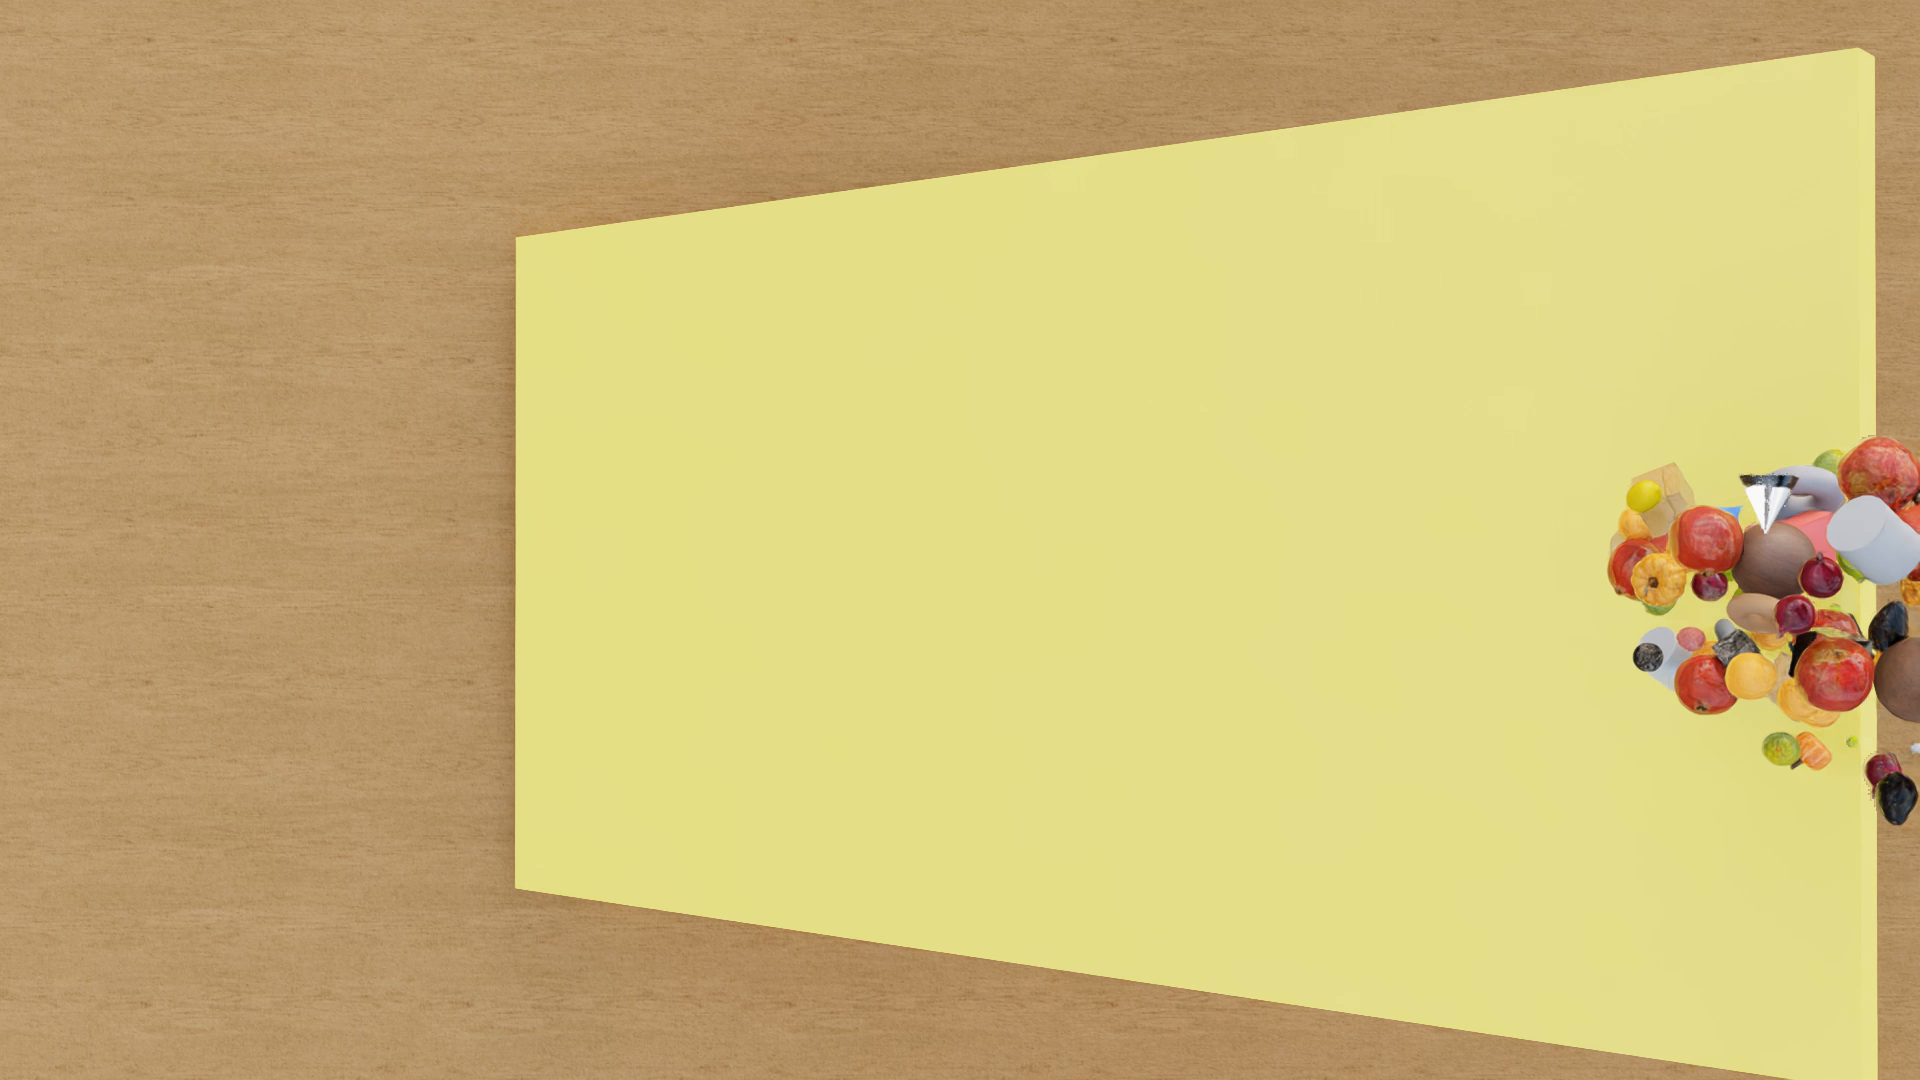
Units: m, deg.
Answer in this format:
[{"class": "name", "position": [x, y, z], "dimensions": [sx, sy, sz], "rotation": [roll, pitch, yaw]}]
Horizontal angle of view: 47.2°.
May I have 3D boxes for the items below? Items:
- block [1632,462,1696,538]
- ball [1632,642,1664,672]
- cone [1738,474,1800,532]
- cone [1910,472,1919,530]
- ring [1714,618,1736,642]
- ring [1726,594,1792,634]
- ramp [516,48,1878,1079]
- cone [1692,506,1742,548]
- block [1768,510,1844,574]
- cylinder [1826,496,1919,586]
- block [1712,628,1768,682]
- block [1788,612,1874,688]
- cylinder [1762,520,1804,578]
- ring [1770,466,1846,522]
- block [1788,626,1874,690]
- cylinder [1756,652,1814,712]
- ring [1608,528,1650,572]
[{"class": "block", "position": [1.267, -0.072, 3.955], "dimensions": [0.082, 0.082, 0.082], "rotation": [-24, 124, 28]}, {"class": "ball", "position": [1.218, 0.208, 3.895], "dimensions": [0.052, 0.052, 0.052], "rotation": [0, 90, 0]}, {"class": "cone", "position": [1.205, -0.052, 3.283], "dimensions": [0.087, 0.087, 0.087], "rotation": [3, 90, 0]}, {"class": "cone", "position": [1.442, -0.040, 3.268], "dimensions": [0.089, 0.089, 0.089], "rotation": [30, 71, 0]}, {"class": "ring", "position": [1.476, 0.203, 4.192], "dimensions": [0.038, 0.115, 0.115], "rotation": [-29, 90, 14]}, {"class": "ring", "position": [1.232, 0.113, 3.388], "dimensions": [0.098, 0.098, 0.033], "rotation": [22, 70, 0]}, {"class": "ramp", "position": [0.213, 0.062, 5.528], "dimensions": [4.000, 0.100, 2.000], "rotation": [0, 90, 39]}, {"class": "cone", "position": [1.280, -0.039, 3.672], "dimensions": [0.077, 0.077, 0.077], "rotation": [11, 59, -18]}, {"class": "block", "position": [1.417, 0.003, 3.677], "dimensions": [0.080, 0.080, 0.080], "rotation": [-22, 96, -3]}, {"class": "cylinder", "position": [1.243, 0.001, 2.988], "dimensions": [0.089, 0.089, 0.089], "rotation": [35, 90, -25]}, {"class": "block", "position": [1.423, 0.209, 4.014], "dimensions": [0.060, 0.060, 0.060], "rotation": [-41, 49, 20]}, {"class": "block", "position": [1.648, 0.209, 4.159], "dimensions": [0.095, 0.095, 0.095], "rotation": [-24, 86, -43]}, {"class": "cylinder", "position": [1.528, 0.009, 4.044], "dimensions": [0.088, 0.088, 0.088], "rotation": [-3, 47, 3]}, {"class": "ring", "position": [1.426, -0.076, 3.732], "dimensions": [0.146, 0.146, 0.049], "rotation": [11, 61, 0]}, {"class": "block", "position": [1.410, 0.192, 3.562], "dimensions": [0.082, 0.082, 0.082], "rotation": [2, 102, -31]}, {"class": "cylinder", "position": [1.490, 0.256, 3.959], "dimensions": [0.079, 0.079, 0.079], "rotation": [31, 105, 0]}, {"class": "ring", "position": [1.294, 0.020, 4.252], "dimensions": [0.029, 0.088, 0.088], "rotation": [-11, 90, -36]}]
